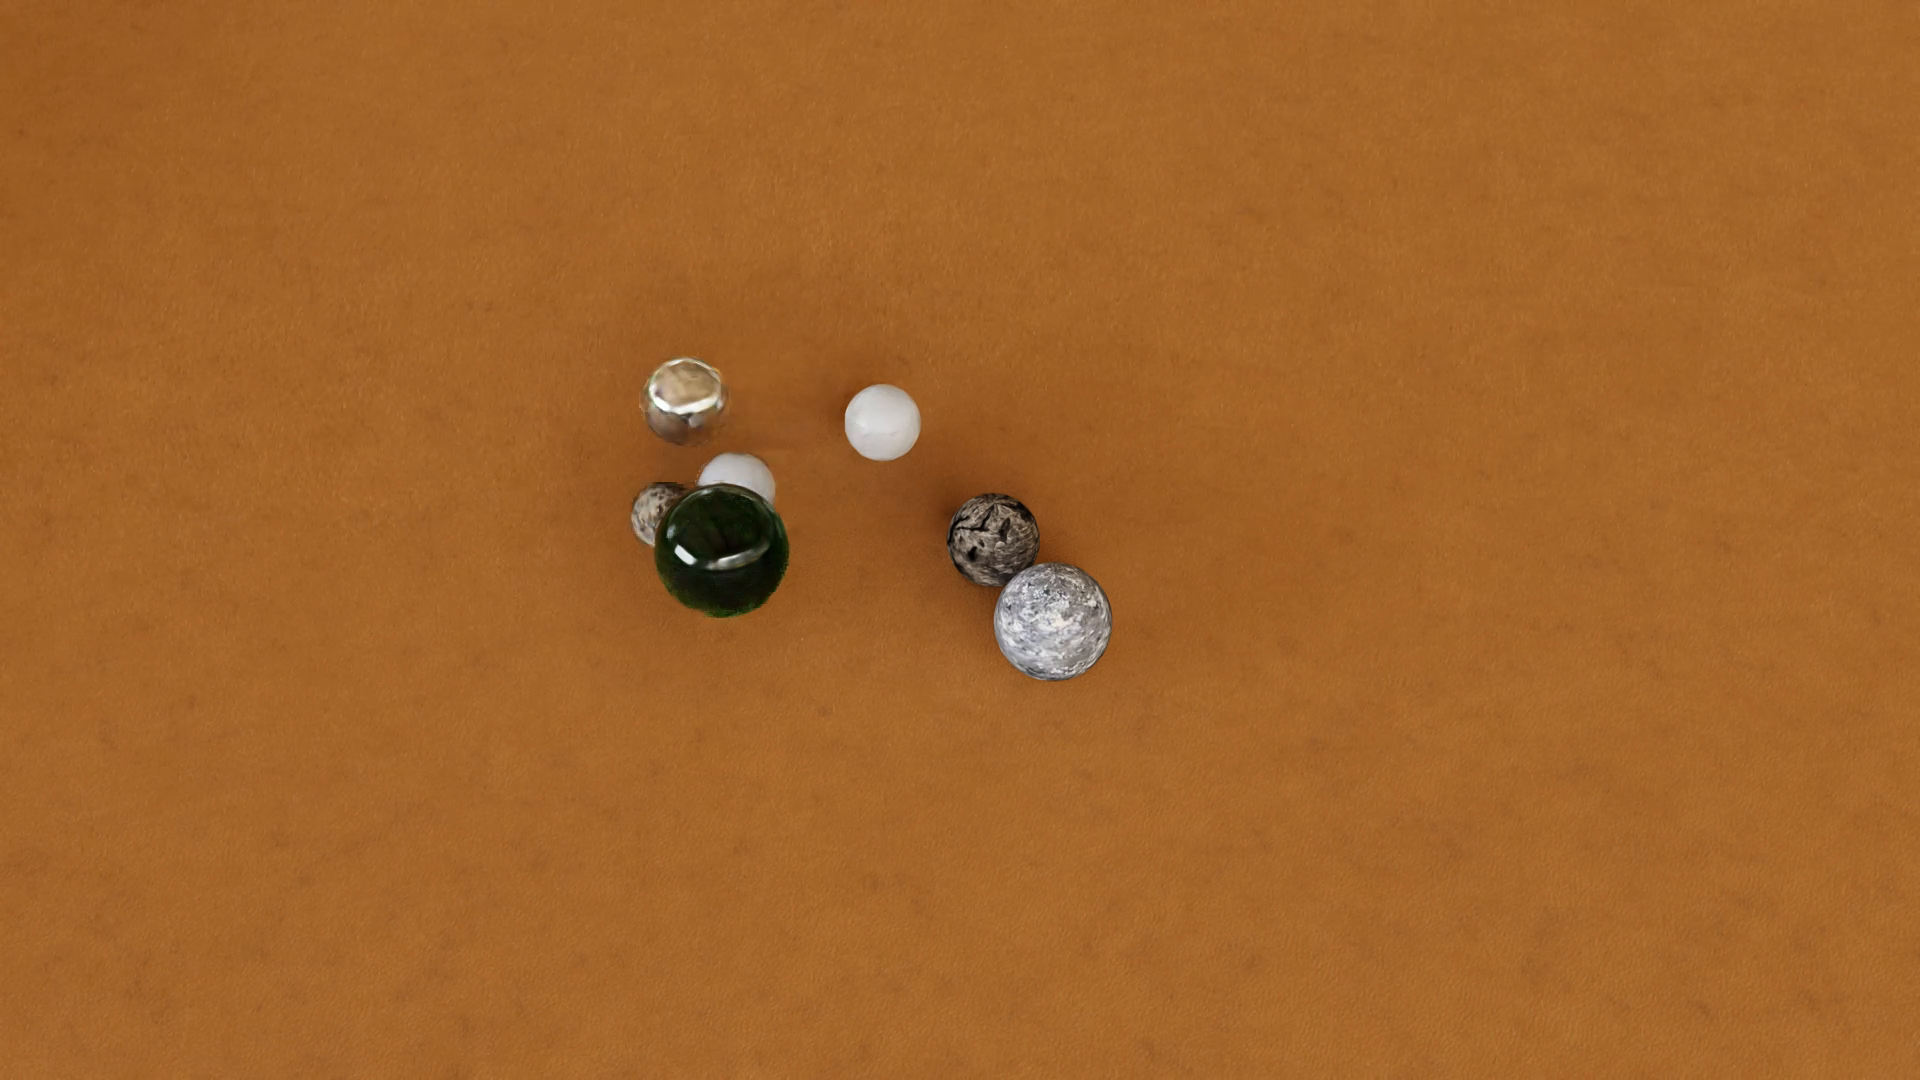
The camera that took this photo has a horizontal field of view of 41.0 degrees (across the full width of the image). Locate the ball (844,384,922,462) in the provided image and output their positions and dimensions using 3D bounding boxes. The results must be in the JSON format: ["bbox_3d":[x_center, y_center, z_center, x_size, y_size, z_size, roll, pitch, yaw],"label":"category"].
[{"bbox_3d":[-0.052,-0.079,1.719,0.052,0.052,0.052,0,36,0],"label":"ball"}]

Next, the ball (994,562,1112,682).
[{"bbox_3d":[0.056,0.049,1.530,0.071,0.071,0.071,0,36,0],"label":"ball"}]

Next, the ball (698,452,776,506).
[{"bbox_3d":[-0.144,-0.032,1.656,0.051,0.051,0.051,0,36,0],"label":"ball"}]

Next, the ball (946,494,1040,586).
[{"bbox_3d":[0.021,0.000,1.606,0.059,0.059,0.059,0,36,0],"label":"ball"}]

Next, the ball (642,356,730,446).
[{"bbox_3d":[-0.182,-0.092,1.705,0.059,0.059,0.059,0,36,0],"label":"ball"}]

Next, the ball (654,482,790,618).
[{"bbox_3d":[-0.147,0.006,1.577,0.083,0.083,0.083,0,36,0],"label":"ball"}]

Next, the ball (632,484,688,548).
[{"bbox_3d":[-0.188,-0.014,1.639,0.043,0.043,0.043,0,36,0],"label":"ball"}]
